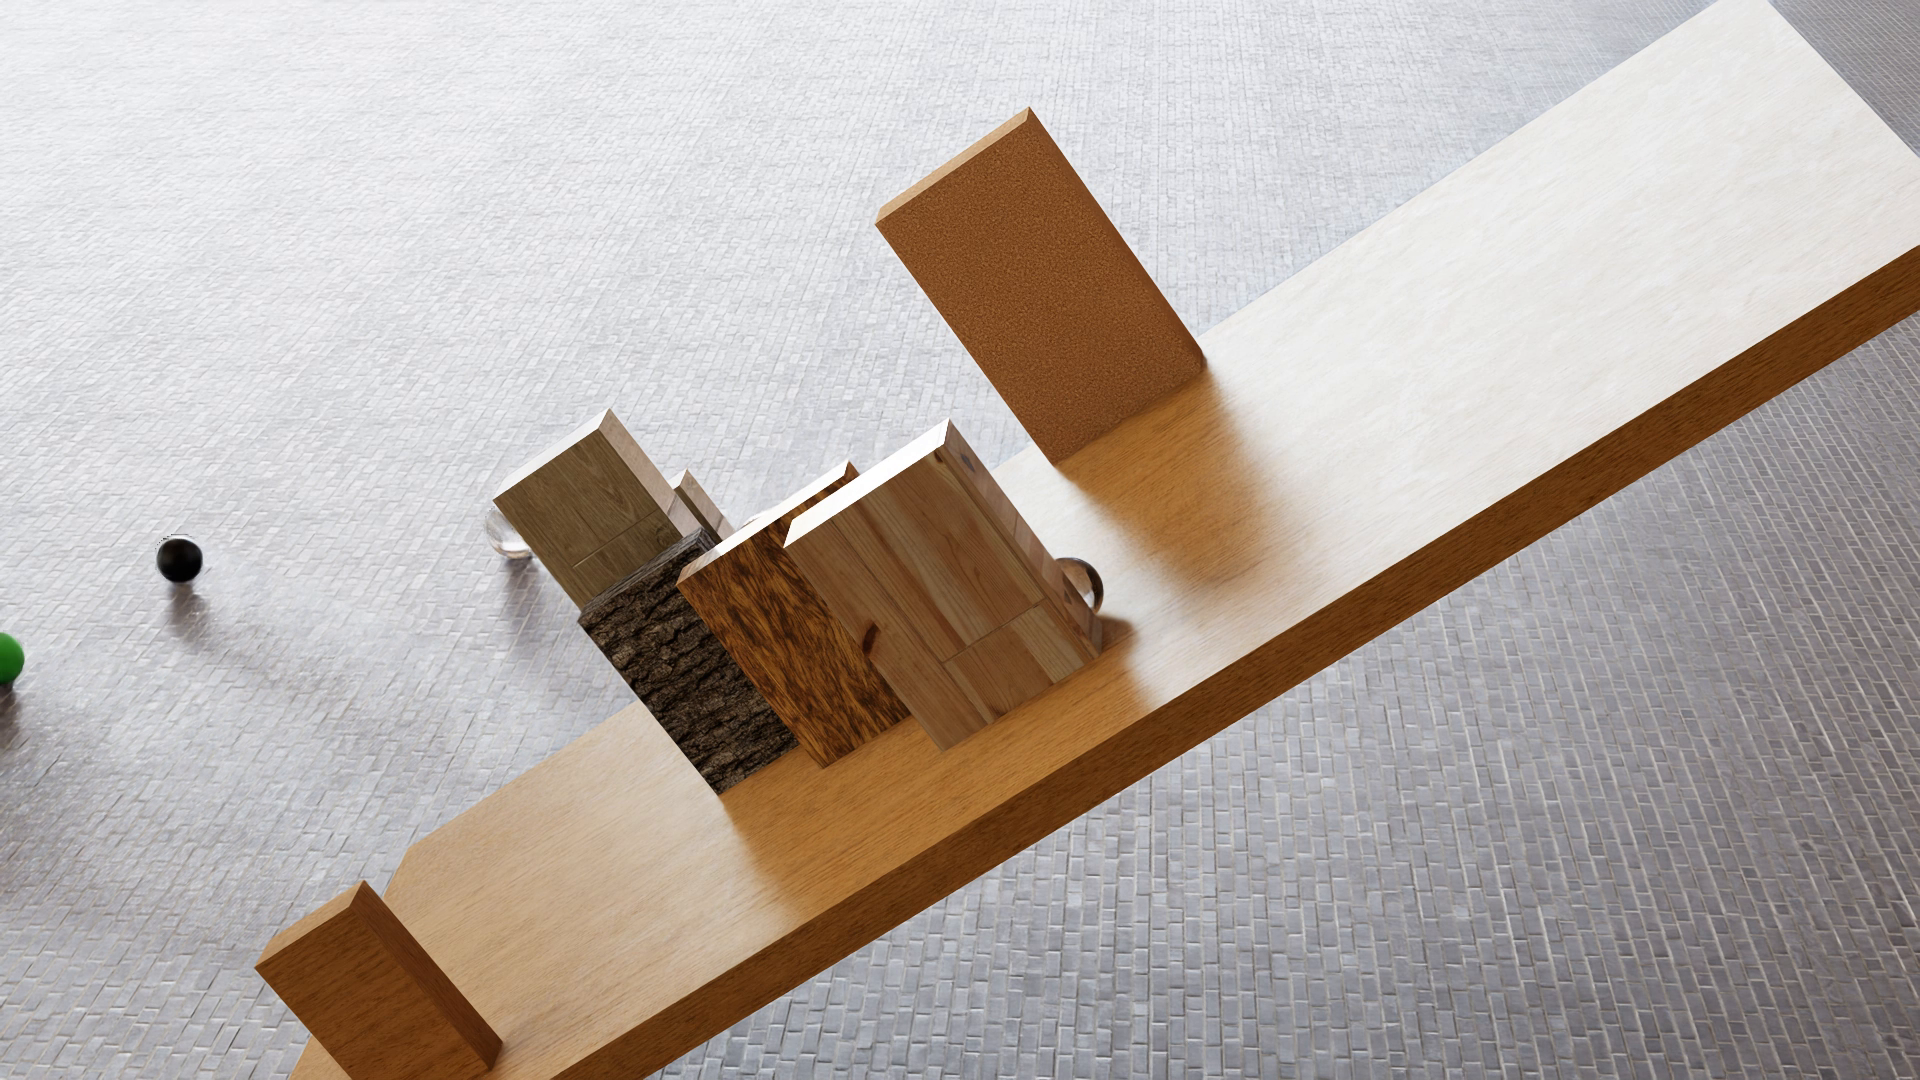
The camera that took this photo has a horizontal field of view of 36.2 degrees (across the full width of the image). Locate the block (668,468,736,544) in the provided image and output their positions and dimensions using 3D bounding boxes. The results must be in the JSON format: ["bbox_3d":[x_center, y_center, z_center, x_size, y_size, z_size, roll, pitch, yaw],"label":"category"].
[{"bbox_3d":[-0.600,0.141,6.820,0.304,0.535,0.109,-33,16,15],"label":"block"}]

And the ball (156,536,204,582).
[{"bbox_3d":[-2.561,0.064,9.654,0.152,0.152,0.152,0,22,0],"label":"ball"}]

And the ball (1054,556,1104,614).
[{"bbox_3d":[0.216,0.105,5.872,0.144,0.144,0.144,0,22,0],"label":"ball"}]

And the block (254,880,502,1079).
[{"bbox_3d":[-1.164,0.934,5.906,0.250,0.448,0.113,-33,16,15],"label":"block"}]

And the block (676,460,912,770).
[{"bbox_3d":[-0.259,0.159,6.074,0.429,0.504,0.094,-33,16,15],"label":"block"}]

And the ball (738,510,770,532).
[{"bbox_3d":[-0.419,0.029,6.671,0.195,0.195,0.195,0,22,0],"label":"ball"}]

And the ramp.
[{"bbox_3d":[0.135,0.175,6.308,4.000,0.100,2.000,-33,16,15],"label":"ramp"}]

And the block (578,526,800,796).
[{"bbox_3d":[-0.543,0.265,6.392,0.322,0.502,0.107,-33,16,15],"label":"block"}]

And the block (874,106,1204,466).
[{"bbox_3d":[0.189,-0.588,6.870,0.428,0.716,0.145,-33,16,15],"label":"block"}]

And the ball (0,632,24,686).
[{"bbox_3d":[-2.915,0.359,8.894,0.164,0.164,0.164,0,22,0],"label":"ball"}]

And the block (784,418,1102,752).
[{"bbox_3d":[-0.028,0.091,5.727,0.378,0.523,0.147,-33,16,15],"label":"block"}]

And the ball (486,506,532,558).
[{"bbox_3d":[-1.491,-0.035,9.848,0.194,0.194,0.194,0,22,0],"label":"ball"}]

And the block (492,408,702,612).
[{"bbox_3d":[-0.673,0.113,6.582,0.299,0.788,0.137,-33,16,15],"label":"block"}]
